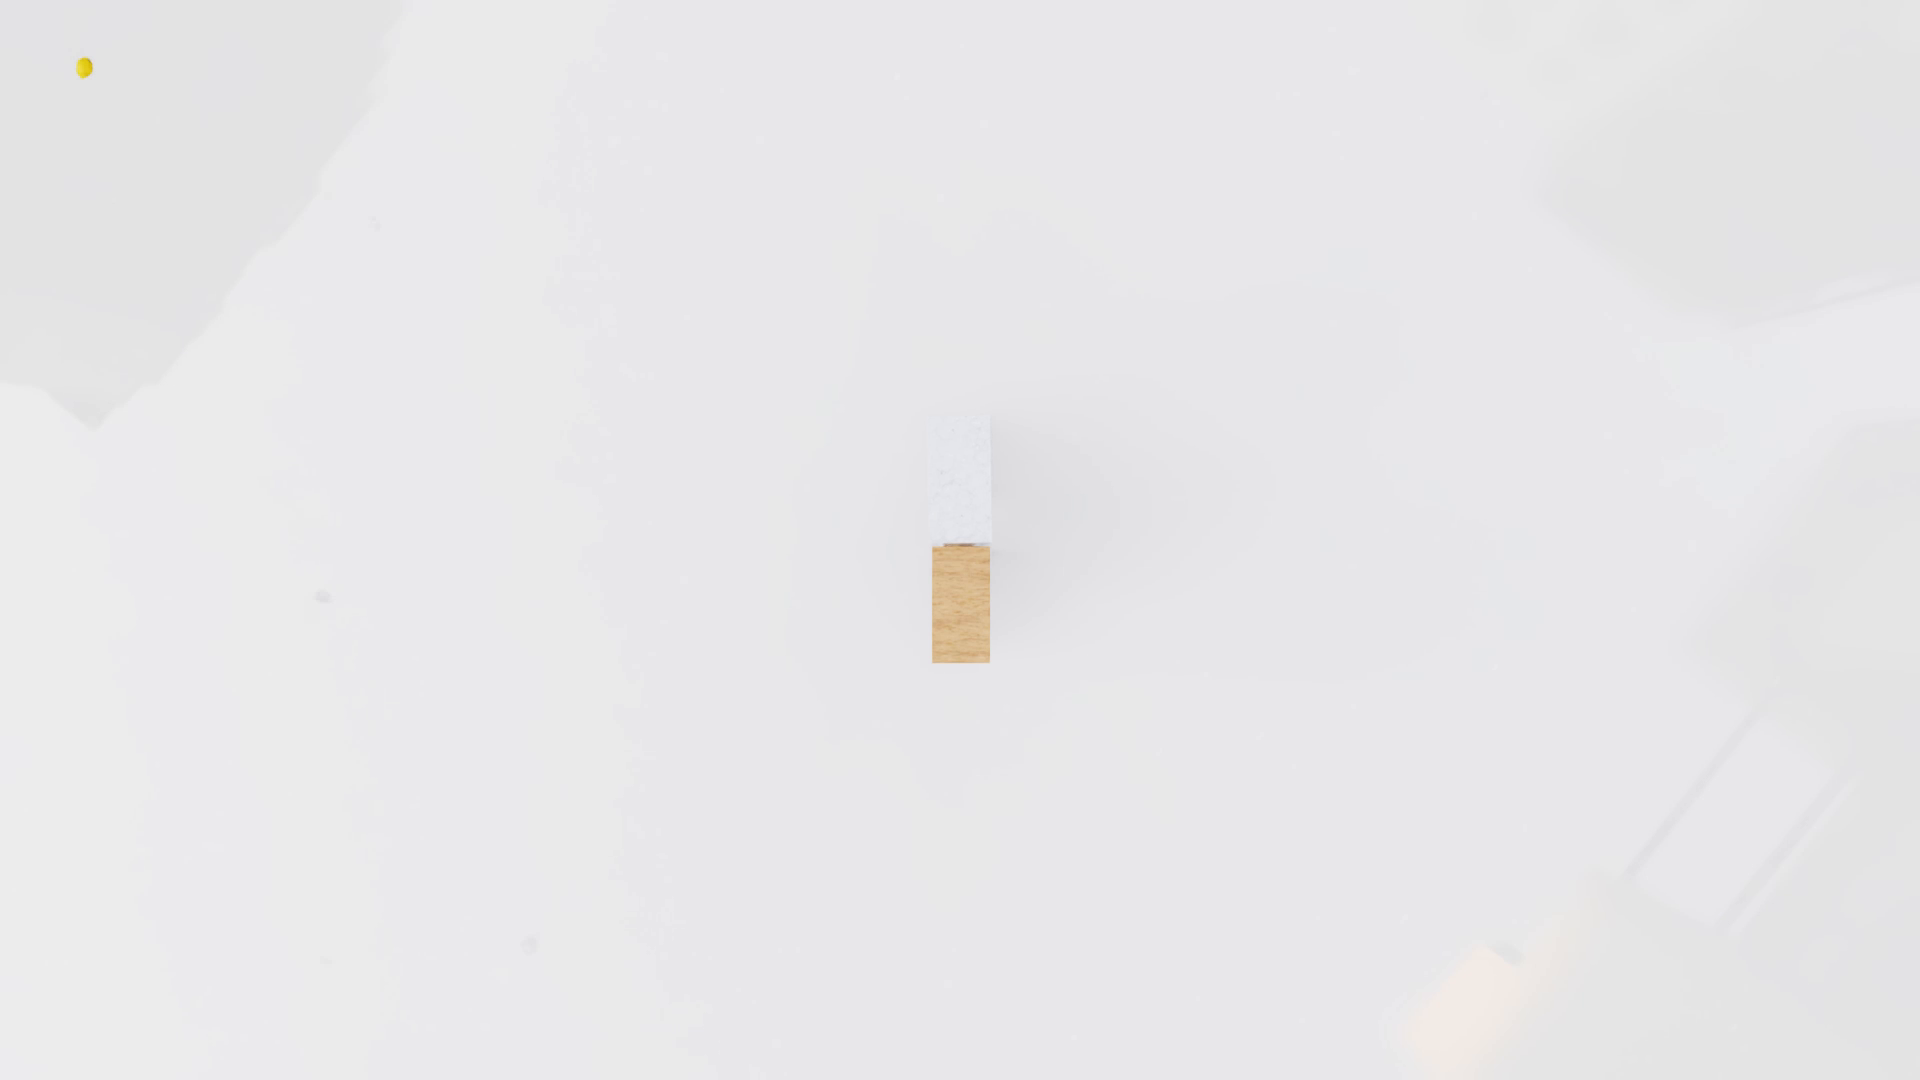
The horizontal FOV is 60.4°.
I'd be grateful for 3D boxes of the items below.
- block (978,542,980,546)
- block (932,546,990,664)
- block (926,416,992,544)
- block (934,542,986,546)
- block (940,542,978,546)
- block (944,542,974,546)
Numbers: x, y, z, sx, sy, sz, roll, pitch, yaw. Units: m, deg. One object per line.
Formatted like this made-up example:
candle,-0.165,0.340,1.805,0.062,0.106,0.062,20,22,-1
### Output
block,-0.002,0.008,5.011,0.117,0.234,0.033,-1,90,0
block,0.003,0.168,4.287,0.151,0.043,0.302,0,90,0
block,-0.002,-0.157,4.312,0.166,0.047,0.331,-1,90,0
block,-0.001,-0.049,5.151,0.163,0.046,0.326,0,90,0
block,-0.004,-0.070,4.877,0.117,0.033,0.234,-1,90,0
block,-0.004,0.087,4.622,0.085,0.024,0.170,0,90,0
